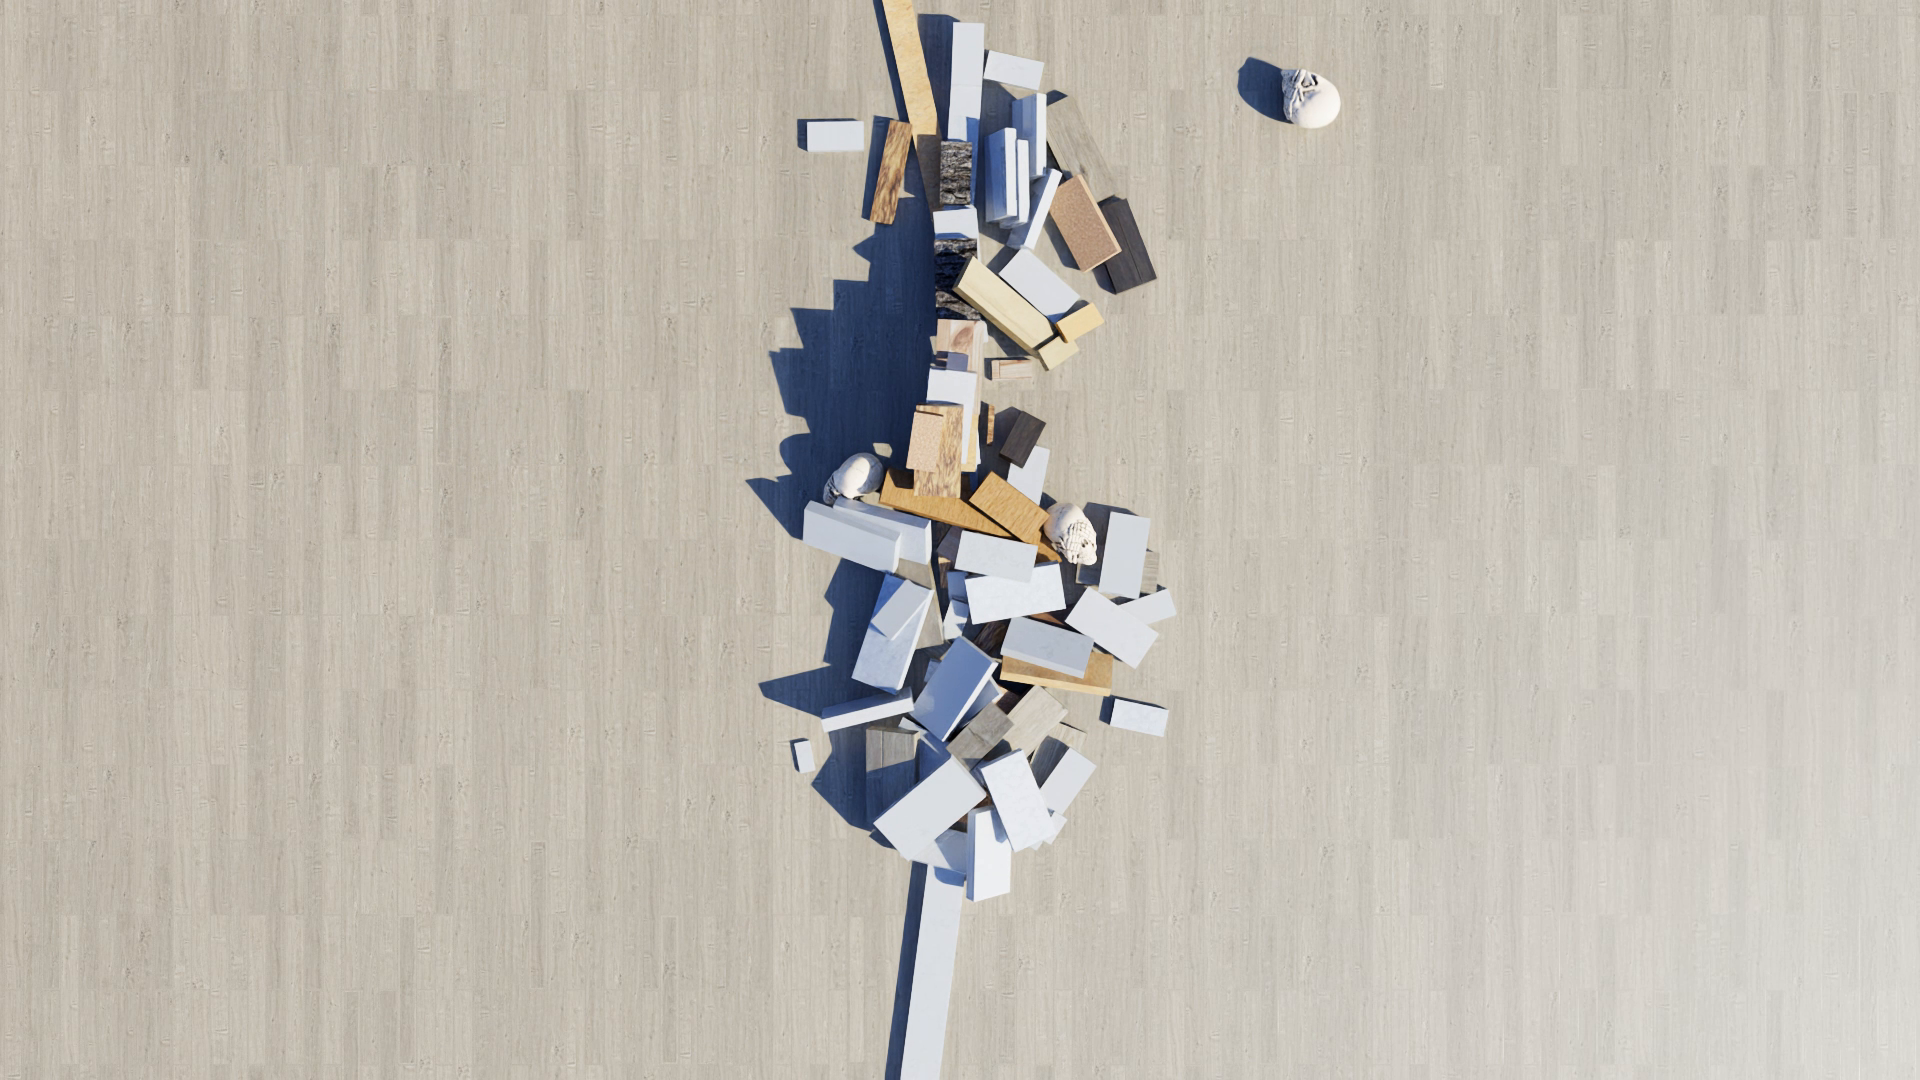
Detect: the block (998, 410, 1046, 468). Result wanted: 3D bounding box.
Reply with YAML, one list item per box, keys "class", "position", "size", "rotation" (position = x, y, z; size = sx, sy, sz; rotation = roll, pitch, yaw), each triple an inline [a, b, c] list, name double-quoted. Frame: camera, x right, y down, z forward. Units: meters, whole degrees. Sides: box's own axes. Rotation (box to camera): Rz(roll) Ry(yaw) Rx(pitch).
- class: "block"
  position: [0.206, -0.332, 5.448]
  size: [0.092, 0.026, 0.184]
  rotation: [28, 64, 0]

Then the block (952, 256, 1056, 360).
- class: "block"
  position: [0.148, -0.754, 5.378]
  size: [0.387, 0.035, 0.125]
  rotation: [37, 65, -26]

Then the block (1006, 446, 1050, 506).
- class: "block"
  position: [0.215, -0.203, 5.427]
  size: [0.119, 0.034, 0.238]
  rotation: [15, 64, -6]

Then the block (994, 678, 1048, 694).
- class: "block"
  position: [0.189, 0.485, 5.485]
  size: [0.392, 0.030, 0.107]
  rotation: [-31, 90, 0]

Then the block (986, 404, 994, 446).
- class: "block"
  position: [0.102, -0.379, 5.467]
  size: [0.019, 0.066, 0.132]
  rotation: [3, 90, 0]

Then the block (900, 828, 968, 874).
- class: "block"
  position: [-0.062, 1.017, 5.458]
  size: [0.253, 0.036, 0.126]
  rotation: [14, 71, 2]

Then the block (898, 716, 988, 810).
- class: "block"
  position: [-0.073, 0.737, 5.428]
  size: [0.338, 0.048, 0.169]
  rotation: [27, 93, 14]

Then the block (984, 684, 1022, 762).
- class: "block"
  position: [0.121, 0.635, 5.456]
  size: [0.145, 0.041, 0.290]
  rotation: [26, 95, -8]

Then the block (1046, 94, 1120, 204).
- class: "block"
  position: [0.386, -1.285, 5.480]
  size: [0.142, 0.040, 0.357]
  rotation: [-26, 90, 0]

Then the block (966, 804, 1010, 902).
- class: "block"
  position: [0.096, 1.023, 5.412]
  size: [0.150, 0.043, 0.301]
  rotation: [-7, 103, -37]

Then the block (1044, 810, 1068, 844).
- class: "block"
  position: [0.304, 0.946, 5.425]
  size: [0.050, 0.014, 0.101]
  rotation: [32, 96, -5]

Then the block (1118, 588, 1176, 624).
- class: "block"
  position: [0.620, 0.233, 5.487]
  size: [0.181, 0.026, 0.090]
  rotation: [-19, 90, 0]

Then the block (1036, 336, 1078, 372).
- class: "block"
  position: [0.320, -0.624, 5.444]
  size: [0.152, 0.022, 0.076]
  rotation: [-36, 102, -33]

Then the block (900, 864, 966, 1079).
- class: "block"
  position: [-0.104, 1.555, 5.482]
  size: [0.126, 0.036, 1.006]
  rotation: [7, 90, 0]

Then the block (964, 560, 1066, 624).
- class: "block"
  position: [0.181, 0.171, 5.413]
  size: [0.310, 0.044, 0.155]
  rotation: [-10, 106, 1]

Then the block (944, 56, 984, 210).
- class: "block"
  position: [0.002, -1.197, 5.459]
  size: [0.101, 0.029, 0.869]
  rotation: [4, 90, 0]

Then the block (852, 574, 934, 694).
- class: "block"
  position: [-0.221, 0.309, 5.417]
  size: [0.162, 0.046, 0.362]
  rotation: [20, 94, 16]

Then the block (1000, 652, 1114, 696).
- class: "block"
  position: [0.318, 0.417, 5.408]
  size: [0.361, 0.040, 0.140]
  rotation: [9, 48, -1]

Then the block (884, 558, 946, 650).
- class: "block"
  position: [-0.154, 0.204, 5.449]
  size: [0.155, 0.044, 0.310]
  rotation: [-12, 86, 14]

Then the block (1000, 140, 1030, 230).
- class: "block"
  position: [0.177, -1.169, 5.433]
  size: [0.038, 0.133, 0.266]
  rotation: [-1, 90, -28]

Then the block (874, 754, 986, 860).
- class: "block"
  position: [-0.097, 0.868, 5.350]
  size: [0.338, 0.048, 0.169]
  rotation: [-41, 94, 10]

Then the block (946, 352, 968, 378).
- class: "block"
  position: [-0.009, -0.552, 5.201]
  size: [0.066, 0.132, 0.019]
  rotation: [7, 121, 0]

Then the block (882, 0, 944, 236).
- class: "block"
  position: [-0.131, -1.443, 5.487]
  size: [0.093, 0.026, 1.084]
  rotation: [-13, 90, 0]

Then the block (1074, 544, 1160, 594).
- class: "block"
  position: [0.521, 0.095, 5.468]
  size: [0.267, 0.038, 0.134]
  rotation: [7, 79, 0]

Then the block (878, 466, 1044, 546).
- class: "block"
  position: [0.009, -0.104, 5.375]
  size: [0.544, 0.034, 0.119]
  rotation: [16, 75, -11]

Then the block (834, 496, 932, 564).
- class: "block"
  position: [-0.252, -0.031, 5.385]
  size: [0.323, 0.162, 0.046]
  rotation: [15, 47, 16]

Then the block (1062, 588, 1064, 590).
- class: "block"
  position: [0.226, 0.167, 5.485]
  size: [0.213, 0.030, 0.107]
  rotation: [-26, 90, 0]

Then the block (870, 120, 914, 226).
- class: "block"
  position: [-0.227, -1.219, 5.475]
  size: [0.076, 0.022, 0.337]
  rotation: [12, 93, 7]

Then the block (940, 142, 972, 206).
- class: "block"
  position: [-0.014, -1.207, 5.431]
  size: [0.101, 0.029, 0.202]
  rotation: [2, 90, 0]

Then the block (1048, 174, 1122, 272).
- class: "block"
  position: [0.402, -1.044, 5.446]
  size: [0.142, 0.040, 0.284]
  rotation: [-29, 89, 27]

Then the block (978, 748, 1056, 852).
- class: "block"
  position: [0.186, 0.845, 5.364]
  size: [0.150, 0.043, 0.301]
  rotation: [-23, 98, -10]

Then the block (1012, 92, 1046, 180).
- class: "block"
  position: [0.227, -1.323, 5.435]
  size: [0.038, 0.133, 0.265]
  rotation: [0, 90, -36]

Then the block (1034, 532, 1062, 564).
- class: "block"
  position: [0.209, -0.007, 5.464]
  size: [0.134, 0.038, 0.267]
  rotation: [-32, 83, -1]

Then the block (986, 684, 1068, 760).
- class: "block"
  position: [0.205, 0.619, 5.419]
  size: [0.145, 0.041, 0.290]
  rotation: [41, 93, -9]

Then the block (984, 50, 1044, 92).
- class: "block"
  position: [0.179, -1.559, 5.487]
  size: [0.186, 0.026, 0.093]
  rotation: [13, 90, 0]

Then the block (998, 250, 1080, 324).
- class: "block"
  position: [0.263, -0.844, 5.482]
  size: [0.250, 0.035, 0.125]
  rotation: [42, 90, 0]

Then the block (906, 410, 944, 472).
- class: "block"
  position: [-0.110, -0.311, 5.201]
  size: [0.092, 0.026, 0.184]
  rotation: [9, 109, -1]

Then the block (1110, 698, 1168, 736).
- class: "block"
  position: [0.595, 0.591, 5.487]
  size: [0.181, 0.026, 0.090]
  rotation: [12, 90, 0]

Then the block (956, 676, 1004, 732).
- class: "block"
  position: [0.030, 0.530, 5.435]
  size: [0.216, 0.031, 0.108]
  rotation: [-41, 67, 17]

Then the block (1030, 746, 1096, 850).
- class: "block"
  position: [0.306, 0.851, 5.438]
  size: [0.108, 0.031, 0.348]
  rotation: [35, 96, -1]
